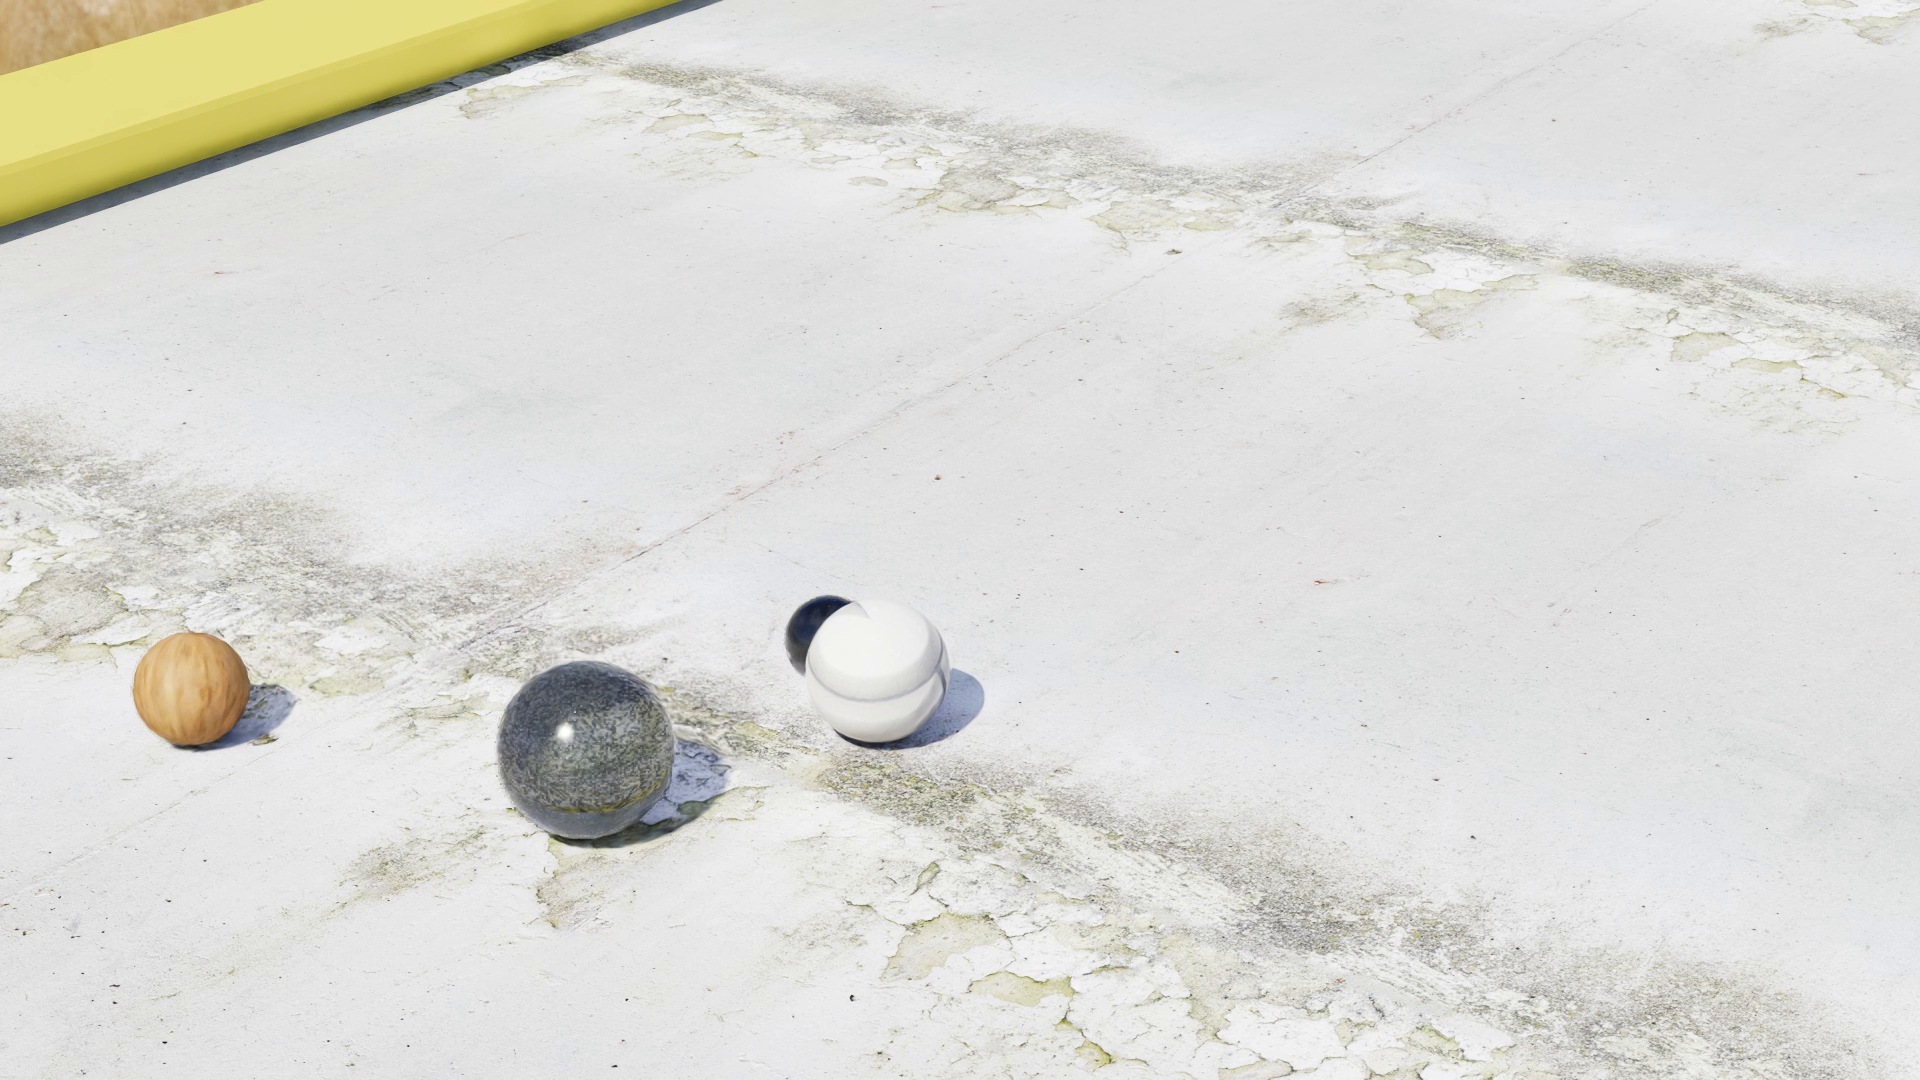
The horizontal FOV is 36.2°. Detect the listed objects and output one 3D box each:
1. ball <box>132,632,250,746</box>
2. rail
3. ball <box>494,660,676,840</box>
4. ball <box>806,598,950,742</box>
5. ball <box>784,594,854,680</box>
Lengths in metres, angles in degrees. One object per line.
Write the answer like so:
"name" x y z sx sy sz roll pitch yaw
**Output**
"ball" -0.432 0.083 1.654 0.064 0.064 0.064 0 25 0
"rail" -0.332 -0.594 3.027 0.045 0.123 3.672 16 30 31
"ball" -0.199 0.111 1.558 0.095 0.095 0.095 0 25 0
"ball" -0.046 0.073 1.654 0.082 0.082 0.082 0 25 0
"ball" -0.076 0.059 1.718 0.053 0.053 0.053 0 25 0
